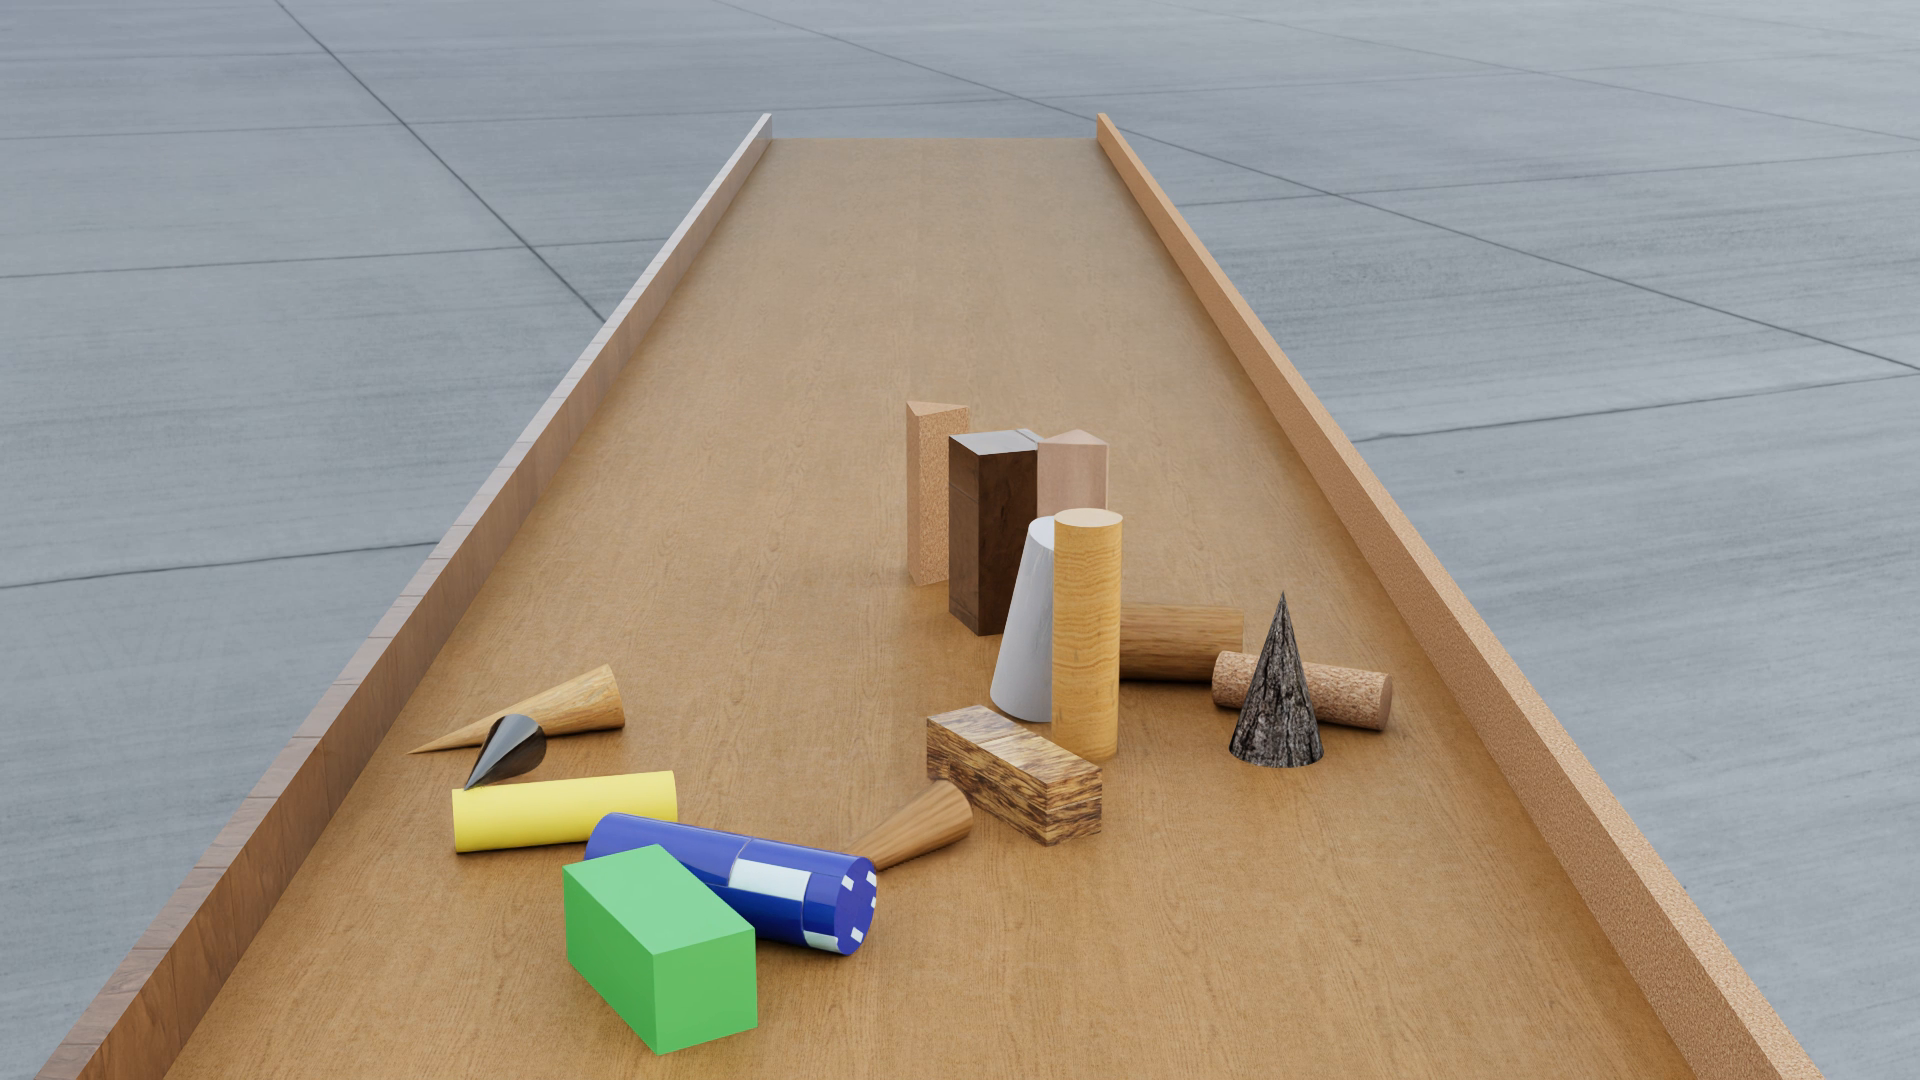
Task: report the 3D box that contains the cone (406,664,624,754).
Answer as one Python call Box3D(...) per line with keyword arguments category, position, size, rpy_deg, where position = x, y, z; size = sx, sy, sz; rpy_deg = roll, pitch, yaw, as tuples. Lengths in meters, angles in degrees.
Box3D(category="cone", position=(-0.816, 0.335, 3.993), size=(0.392, 0.122, 0.122), rpy_deg=(-15, 21, -17))

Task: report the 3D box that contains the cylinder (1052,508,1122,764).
Box3D(category="cylinder", position=(0.223, 0.171, 3.883), size=(0.119, 0.438, 0.119), rpy_deg=(0, 17, 0))

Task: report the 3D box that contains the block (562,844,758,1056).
Box3D(category="block", position=(-0.422, 0.565, 3.068), size=(0.148, 0.148, 0.319), rpy_deg=(-10, 19, -30))

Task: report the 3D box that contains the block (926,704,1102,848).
Box3D(category="block", position=(0.087, 0.393, 3.709), size=(0.112, 0.112, 0.355), rpy_deg=(-11, 20, -32))

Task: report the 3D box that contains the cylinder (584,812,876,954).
Box3D(category="cylinder", position=(-0.344, 0.508, 3.270), size=(0.418, 0.143, 0.143), rpy_deg=(7, 18, 22))

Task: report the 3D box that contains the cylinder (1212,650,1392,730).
Box3D(category="cylinder", position=(0.637, 0.280, 4.102), size=(0.317, 0.105, 0.105), rpy_deg=(7, 18, 23))

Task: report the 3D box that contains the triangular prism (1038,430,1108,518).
Box3D(category="triangular prism", position=(0.229, 0.010, 4.405), size=(0.137, 0.449, 0.119), rpy_deg=(2, 17, 8))

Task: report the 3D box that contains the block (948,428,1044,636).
Box3D(category="block", position=(0.090, -0.018, 4.607), size=(0.176, 0.388, 0.176), rpy_deg=(-6, 18, -20))

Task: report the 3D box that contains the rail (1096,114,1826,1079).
Box3D(category="rail", position=(0.932, -0.844, 7.801), size=(0.050, 0.150, 12.000), rpy_deg=(0, 17, -1))

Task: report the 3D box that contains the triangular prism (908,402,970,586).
Box3D(category="triangular prism", position=(-0.076, -0.111, 4.920), size=(0.147, 0.387, 0.127), rpy_deg=(-13, 21, -37))

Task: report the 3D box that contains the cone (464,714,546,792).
Box3D(category="cone", position=(-0.777, 0.376, 3.642), size=(0.107, 0.107, 0.400), rpy_deg=(0, 5, 0))

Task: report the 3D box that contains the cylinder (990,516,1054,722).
Box3D(category="cylinder", position=(0.166, 0.147, 4.066), size=(0.154, 0.352, 0.154), rpy_deg=(10, 27, -5))

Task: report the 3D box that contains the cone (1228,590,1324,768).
Box3D(category="cone", position=(0.569, 0.232, 3.913), size=(0.170, 0.303, 0.170), rpy_deg=(0, 17, 0))

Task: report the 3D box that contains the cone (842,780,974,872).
Box3D(category="cone", position=(-0.165, 0.504, 3.443), size=(0.424, 0.102, 0.102), rpy_deg=(-24, 28, -39))

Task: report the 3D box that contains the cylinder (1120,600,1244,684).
Box3D(category="cylinder", position=(0.362, 0.197, 4.295), size=(0.376, 0.153, 0.153), rpy_deg=(2, 17, 8))

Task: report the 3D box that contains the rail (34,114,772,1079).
Box3D(category="rail", position=(-1.118, -0.838, 7.780), size=(0.050, 0.150, 12.000), rpy_deg=(0, 17, -1))

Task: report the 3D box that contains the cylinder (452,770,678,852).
Box3D(category="cylinder", position=(-0.640, 0.440, 3.568), size=(0.352, 0.102, 0.102), rpy_deg=(-4, 17, -12))
